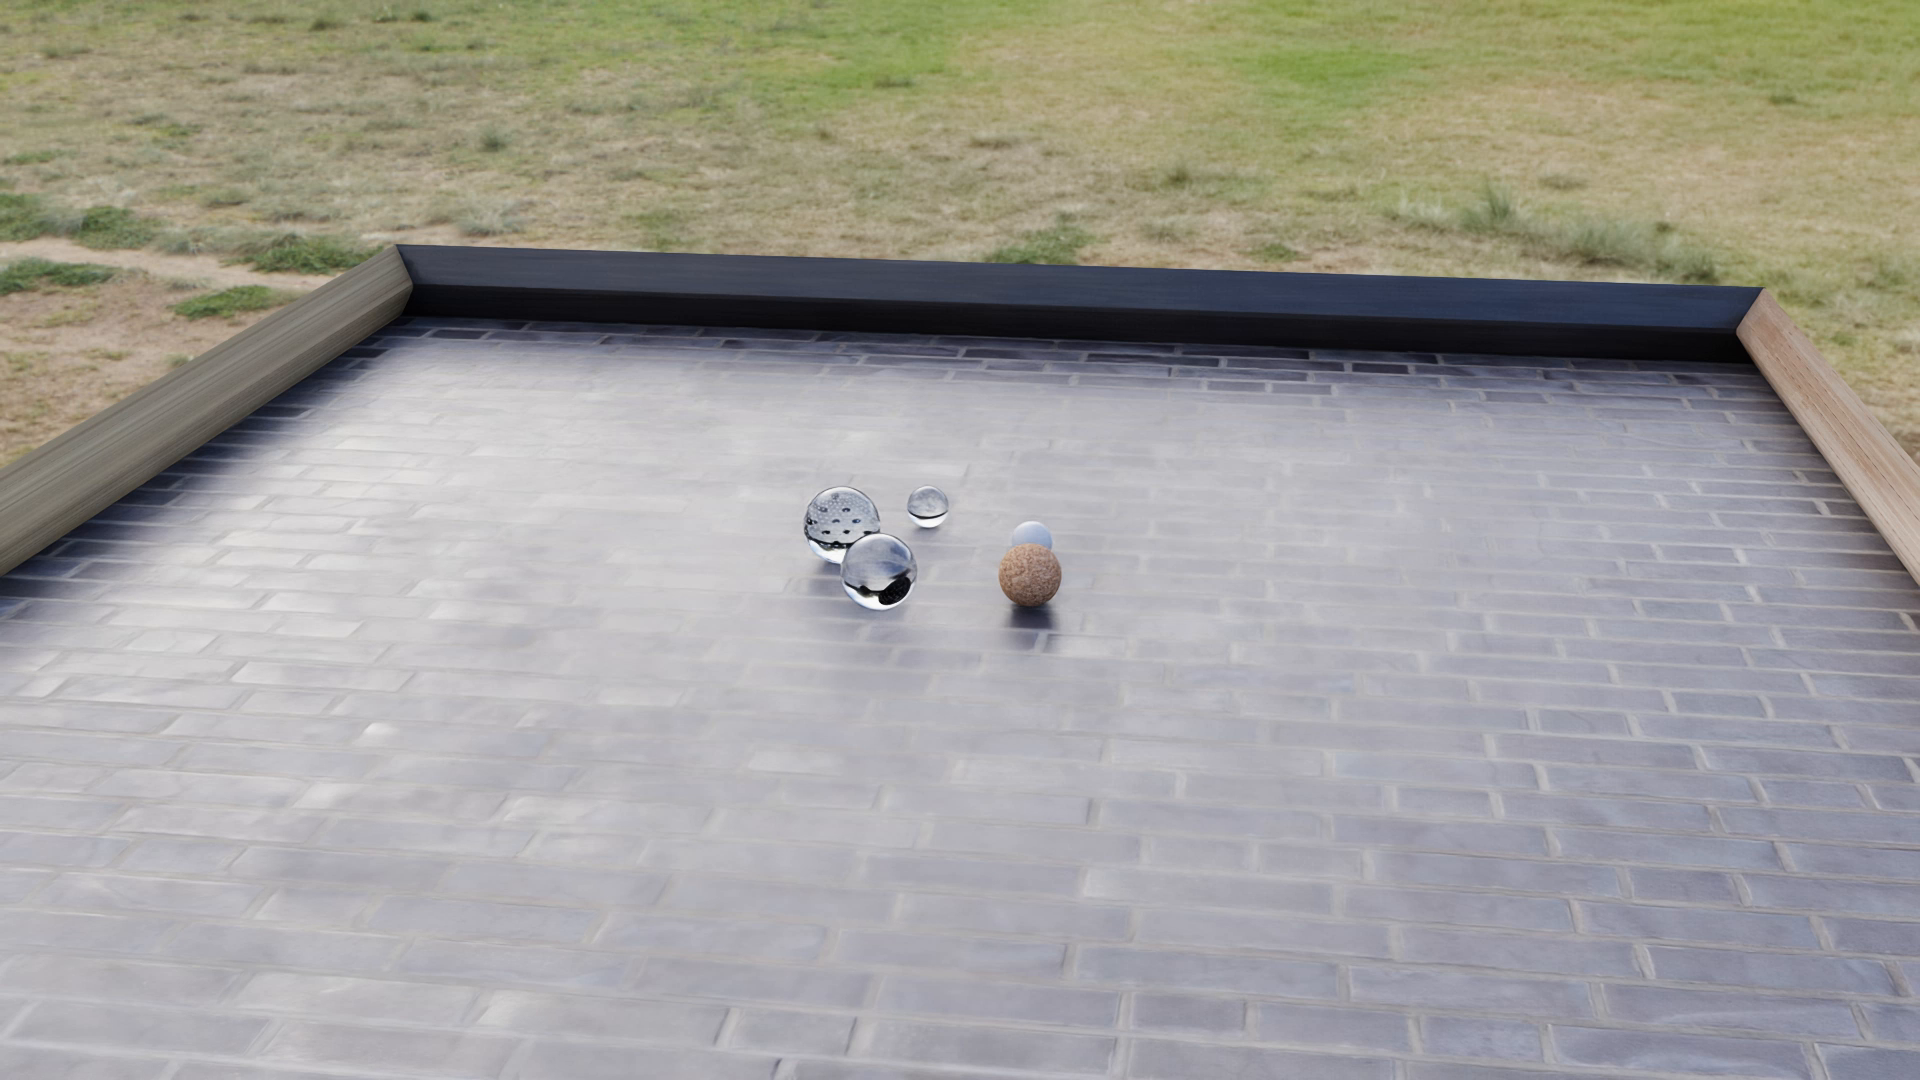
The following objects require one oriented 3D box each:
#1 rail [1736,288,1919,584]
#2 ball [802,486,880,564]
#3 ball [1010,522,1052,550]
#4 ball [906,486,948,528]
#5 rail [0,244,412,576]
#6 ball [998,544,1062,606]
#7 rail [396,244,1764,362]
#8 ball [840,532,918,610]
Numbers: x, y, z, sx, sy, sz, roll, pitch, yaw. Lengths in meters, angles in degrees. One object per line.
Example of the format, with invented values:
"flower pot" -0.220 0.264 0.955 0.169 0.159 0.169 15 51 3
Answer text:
"rail" 0.957 0.404 1.489 0.045 0.124 4.407 3 20 7
"ball" -0.144 -0.018 2.686 0.095 0.095 0.095 0 20 0
"ball" 0.088 0.002 2.694 0.051 0.051 0.051 0 20 0
"ball" -0.041 -0.043 2.813 0.054 0.054 0.054 0 20 0
"rail" -1.263 0.297 1.781 0.045 0.124 4.407 3 20 7
"ball" 0.081 0.041 2.557 0.074 0.074 0.074 0 20 0
"rail" 0.150 -0.392 3.662 2.289 0.124 0.045 3 20 7
"ball" -0.094 0.037 2.544 0.090 0.090 0.090 0 20 0
